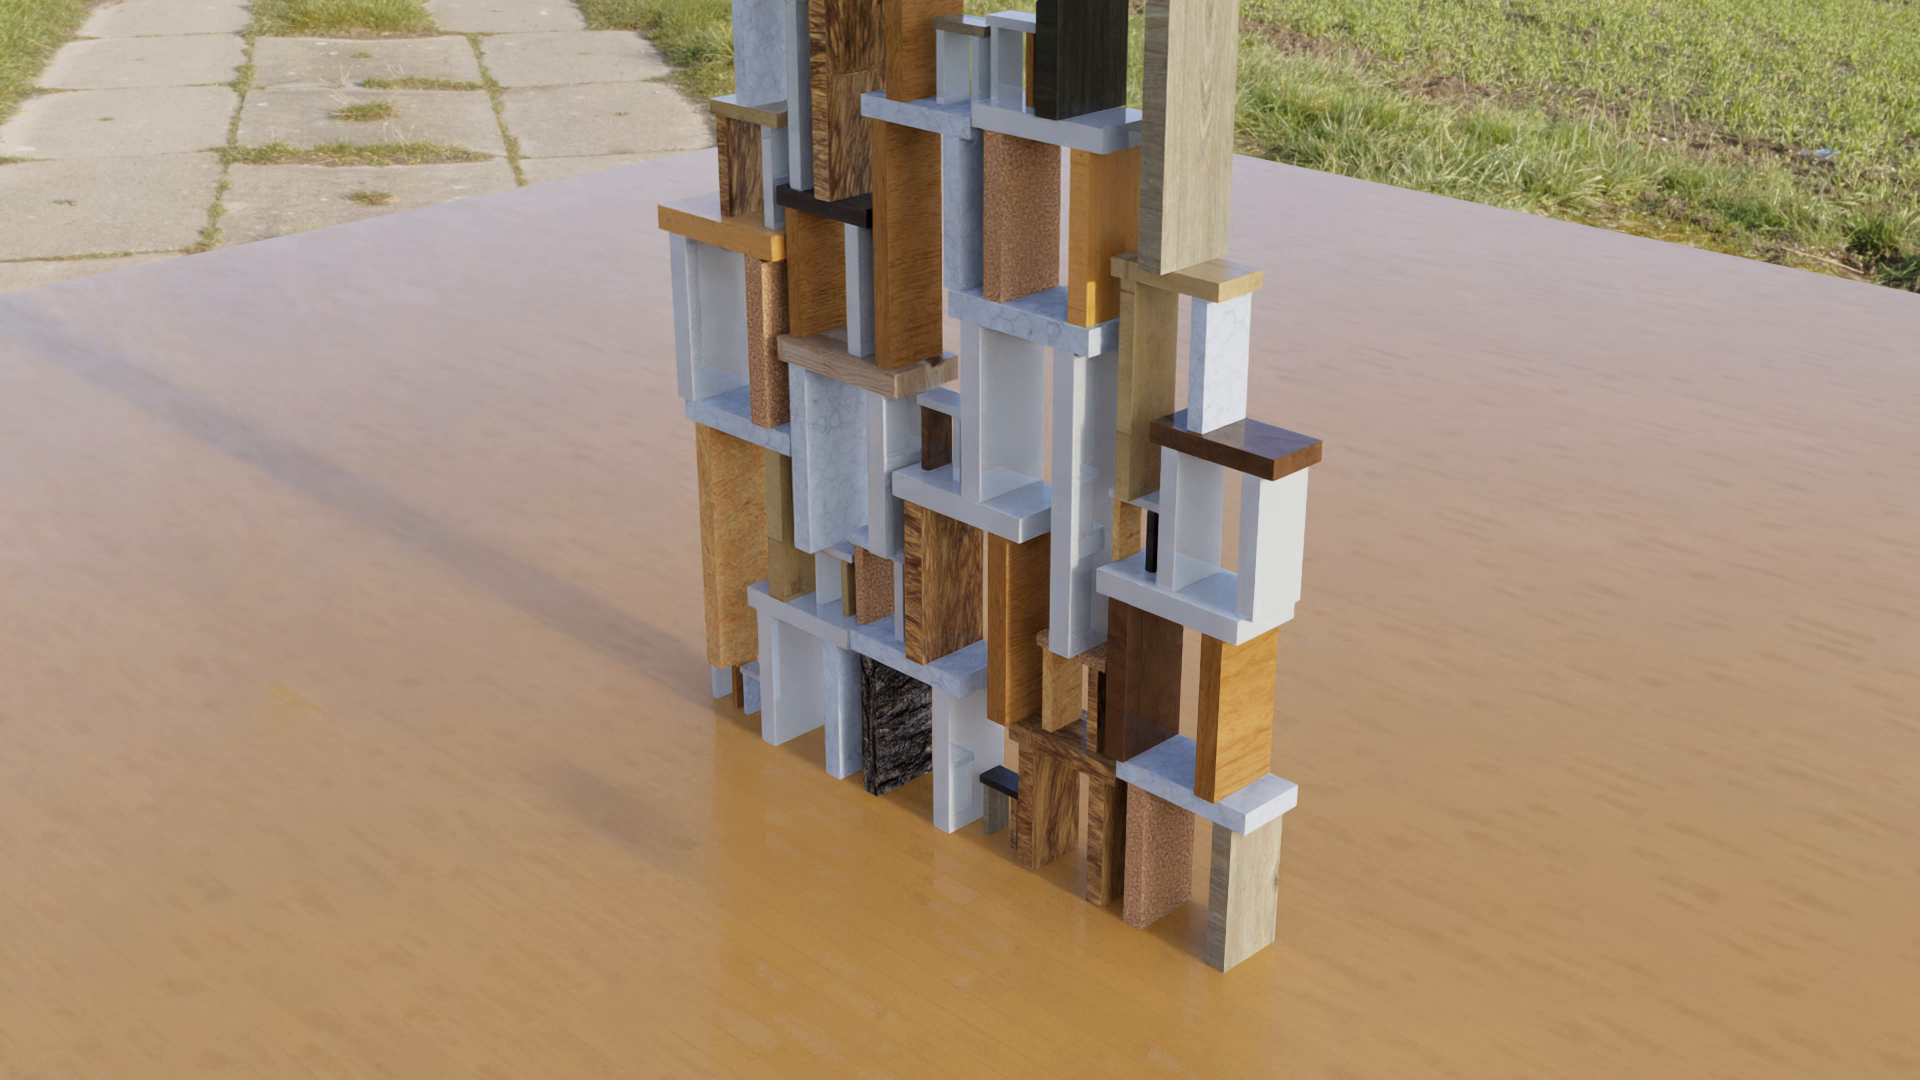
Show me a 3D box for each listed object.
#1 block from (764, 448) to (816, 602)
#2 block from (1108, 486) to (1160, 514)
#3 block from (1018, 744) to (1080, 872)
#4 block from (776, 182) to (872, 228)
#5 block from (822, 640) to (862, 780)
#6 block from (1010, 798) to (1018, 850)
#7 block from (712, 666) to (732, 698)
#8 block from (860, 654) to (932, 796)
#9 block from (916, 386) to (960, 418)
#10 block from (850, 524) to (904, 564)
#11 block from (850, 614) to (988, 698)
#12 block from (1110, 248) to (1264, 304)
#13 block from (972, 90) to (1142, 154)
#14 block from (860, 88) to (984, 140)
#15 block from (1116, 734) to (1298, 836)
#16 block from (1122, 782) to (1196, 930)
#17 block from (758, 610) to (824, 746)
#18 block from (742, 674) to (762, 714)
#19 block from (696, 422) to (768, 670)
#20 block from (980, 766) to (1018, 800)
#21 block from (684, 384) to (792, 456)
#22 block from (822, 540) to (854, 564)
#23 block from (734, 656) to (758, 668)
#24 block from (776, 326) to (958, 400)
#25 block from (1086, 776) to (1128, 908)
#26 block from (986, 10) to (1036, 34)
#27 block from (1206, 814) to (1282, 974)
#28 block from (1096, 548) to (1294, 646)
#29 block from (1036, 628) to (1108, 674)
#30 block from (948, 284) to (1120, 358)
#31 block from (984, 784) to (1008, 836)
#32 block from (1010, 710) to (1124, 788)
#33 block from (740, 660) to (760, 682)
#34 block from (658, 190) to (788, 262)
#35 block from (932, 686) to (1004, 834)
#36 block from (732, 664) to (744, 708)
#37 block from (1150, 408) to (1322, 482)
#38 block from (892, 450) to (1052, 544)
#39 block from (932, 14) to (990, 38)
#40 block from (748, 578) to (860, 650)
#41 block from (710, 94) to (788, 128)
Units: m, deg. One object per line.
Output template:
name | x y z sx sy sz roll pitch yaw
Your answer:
block | -0.322 -0.052 4.556 0.047 0.331 0.166 21 31 41
block | 0.323 -0.076 3.844 0.115 0.016 0.058 21 31 40
block | 0.172 0.495 4.250 0.134 0.268 0.038 -21 31 -41
block | -0.218 -0.647 4.192 0.128 0.036 0.256 -21 31 -40
block | -0.211 0.330 4.588 0.044 0.310 0.155 21 31 41
block | 0.125 0.548 4.326 0.016 0.112 0.056 21 31 41
block | -0.530 0.297 4.924 0.015 0.106 0.053 21 31 41
block | -0.129 0.357 4.521 0.044 0.312 0.156 21 31 41
block | -0.014 -0.256 4.124 0.064 0.018 0.128 -21 31 -40
block | -0.132 0.005 4.369 0.085 0.024 0.170 -21 31 -40
block | -0.056 0.221 4.383 0.312 0.044 0.156 21 31 41
block | 0.374 -0.442 3.635 0.115 0.033 0.230 -22 31 -41
block | 0.179 -0.710 3.725 0.151 0.043 0.301 -21 31 -40
block | -0.032 -0.766 3.924 0.139 0.039 0.277 -22 31 -40
block | 0.439 0.431 3.936 0.295 0.042 0.148 21 31 41
block | 0.370 0.559 4.065 0.042 0.295 0.148 21 31 41
block | -0.357 0.273 4.722 0.044 0.310 0.155 21 31 41
block | -0.455 0.333 4.852 0.014 0.097 0.049 21 31 41
block | -0.479 -0.006 4.744 0.047 0.563 0.166 21 31 40
block | 0.098 0.478 4.325 0.112 0.016 0.056 21 31 41
block | -0.400 -0.256 4.553 0.331 0.047 0.166 21 31 40
block | -0.239 0.015 4.486 0.122 0.017 0.061 21 31 41
block | -0.505 0.251 4.878 0.106 0.015 0.053 21 31 40
block | -0.181 -0.355 4.266 0.168 0.048 0.336 -21 31 -40
block | 0.298 0.545 4.134 0.038 0.268 0.134 21 31 41
block | 0.109 -0.877 3.723 0.062 0.018 0.124 -22 31 -40
block | 0.509 0.613 3.937 0.042 0.295 0.148 21 31 41
block | 0.406 0.092 3.820 0.314 0.044 0.157 21 31 41
block | 0.232 0.195 4.054 0.085 0.024 0.169 -21 31 -40
block | 0.158 -0.401 3.884 0.170 0.048 0.339 -21 31 -40
block | 0.072 0.527 4.375 0.016 0.112 0.056 21 31 41
block | 0.235 0.379 4.132 0.134 0.038 0.268 -21 31 -40
block | -0.432 0.291 4.810 0.097 0.014 0.049 21 31 41
block | -0.427 -0.634 4.414 0.353 0.050 0.176 21 31 40
block | 0.018 0.414 4.385 0.044 0.312 0.156 21 31 41
block | -0.480 0.317 4.878 0.015 0.106 0.053 21 31 41
block | 0.457 -0.164 3.656 0.259 0.037 0.130 21 31 41
block | 0.048 -0.085 4.130 0.167 0.047 0.335 -21 31 -40
block | 0.019 -0.894 3.819 0.065 0.018 0.130 -22 31 -40
block | -0.284 0.138 4.586 0.310 0.044 0.155 21 31 41
block | -0.385 -0.838 4.282 0.201 0.028 0.100 21 31 40
